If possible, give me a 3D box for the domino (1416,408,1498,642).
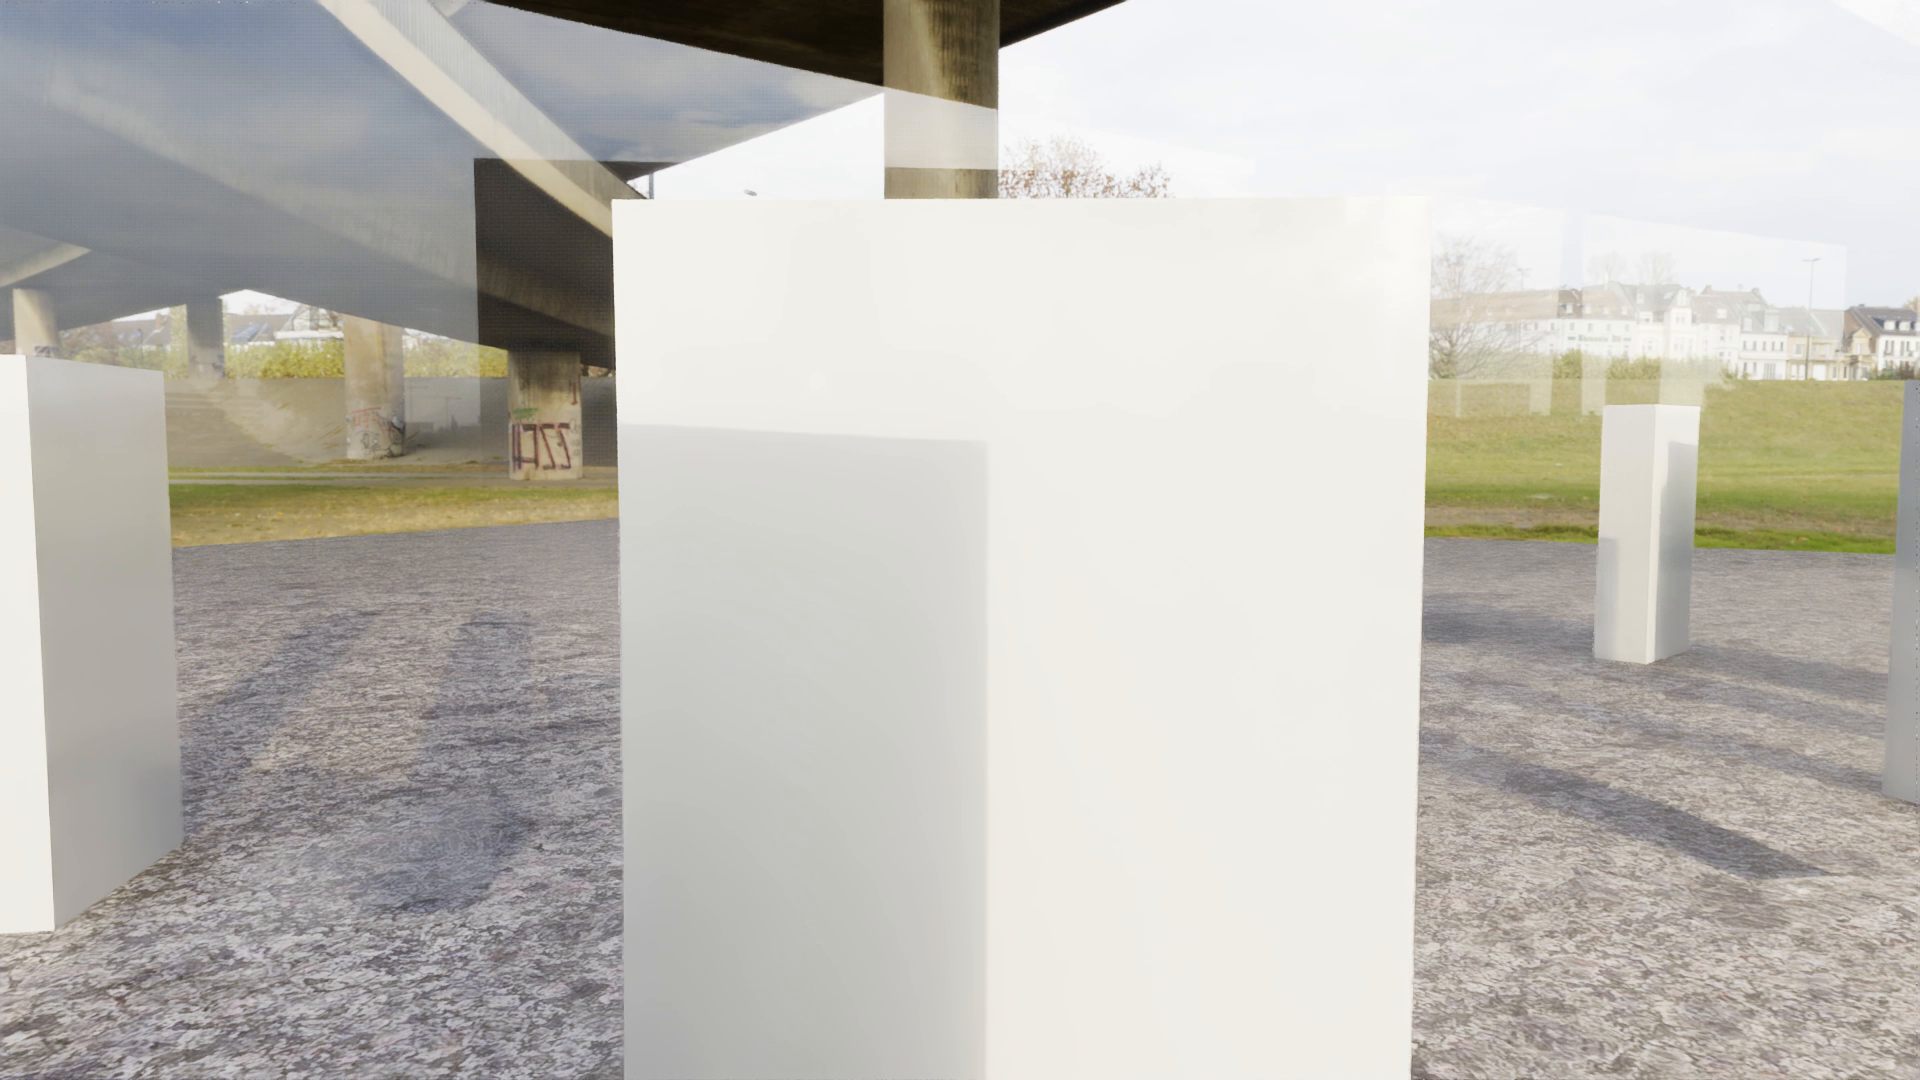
[{"bbox_3d":[0.111,-0.004,0.286,0.010,0.050,0.025,3,5,36],"label":"domino"}]

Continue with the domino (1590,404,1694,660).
[{"bbox_3d":[0.139,-0.002,0.262,0.025,0.050,0.010,-4,6,-43],"label":"domino"}]

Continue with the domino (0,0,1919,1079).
[{"bbox_3d":[-0.002,0.017,0.013,0.025,0.050,0.010,1,4,13],"label":"domino"}]

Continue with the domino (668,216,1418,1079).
[{"bbox_3d":[0.003,0.014,0.049,0.025,0.050,0.009,0,4,2],"label":"domino"}]

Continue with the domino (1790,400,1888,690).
[{"bbox_3d":[0.162,0.000,0.230,0.025,0.050,0.009,-2,5,-27],"label":"domino"}]

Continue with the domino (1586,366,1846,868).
[{"bbox_3d":[0.081,0.007,0.140,0.009,0.050,0.025,-1,4,-7],"label":"domino"}]

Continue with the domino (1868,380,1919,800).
[{"bbox_3d":[0.121,0.007,0.147,0.010,0.050,0.025,-1,4,-15],"label":"domino"}]

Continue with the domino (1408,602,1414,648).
[{"bbox_3d":[0.069,0.017,0.278,0.025,0.009,0.050,-4,6,-41],"label":"domino"}]

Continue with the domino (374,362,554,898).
[{"bbox_3d":[-0.050,0.008,0.132,0.009,0.050,0.025,0,4,-5],"label":"domino"}]

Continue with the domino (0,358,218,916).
[{"bbox_3d":[-0.085,0.008,0.127,0.009,0.050,0.025,-1,4,-9],"label":"domino"}]
